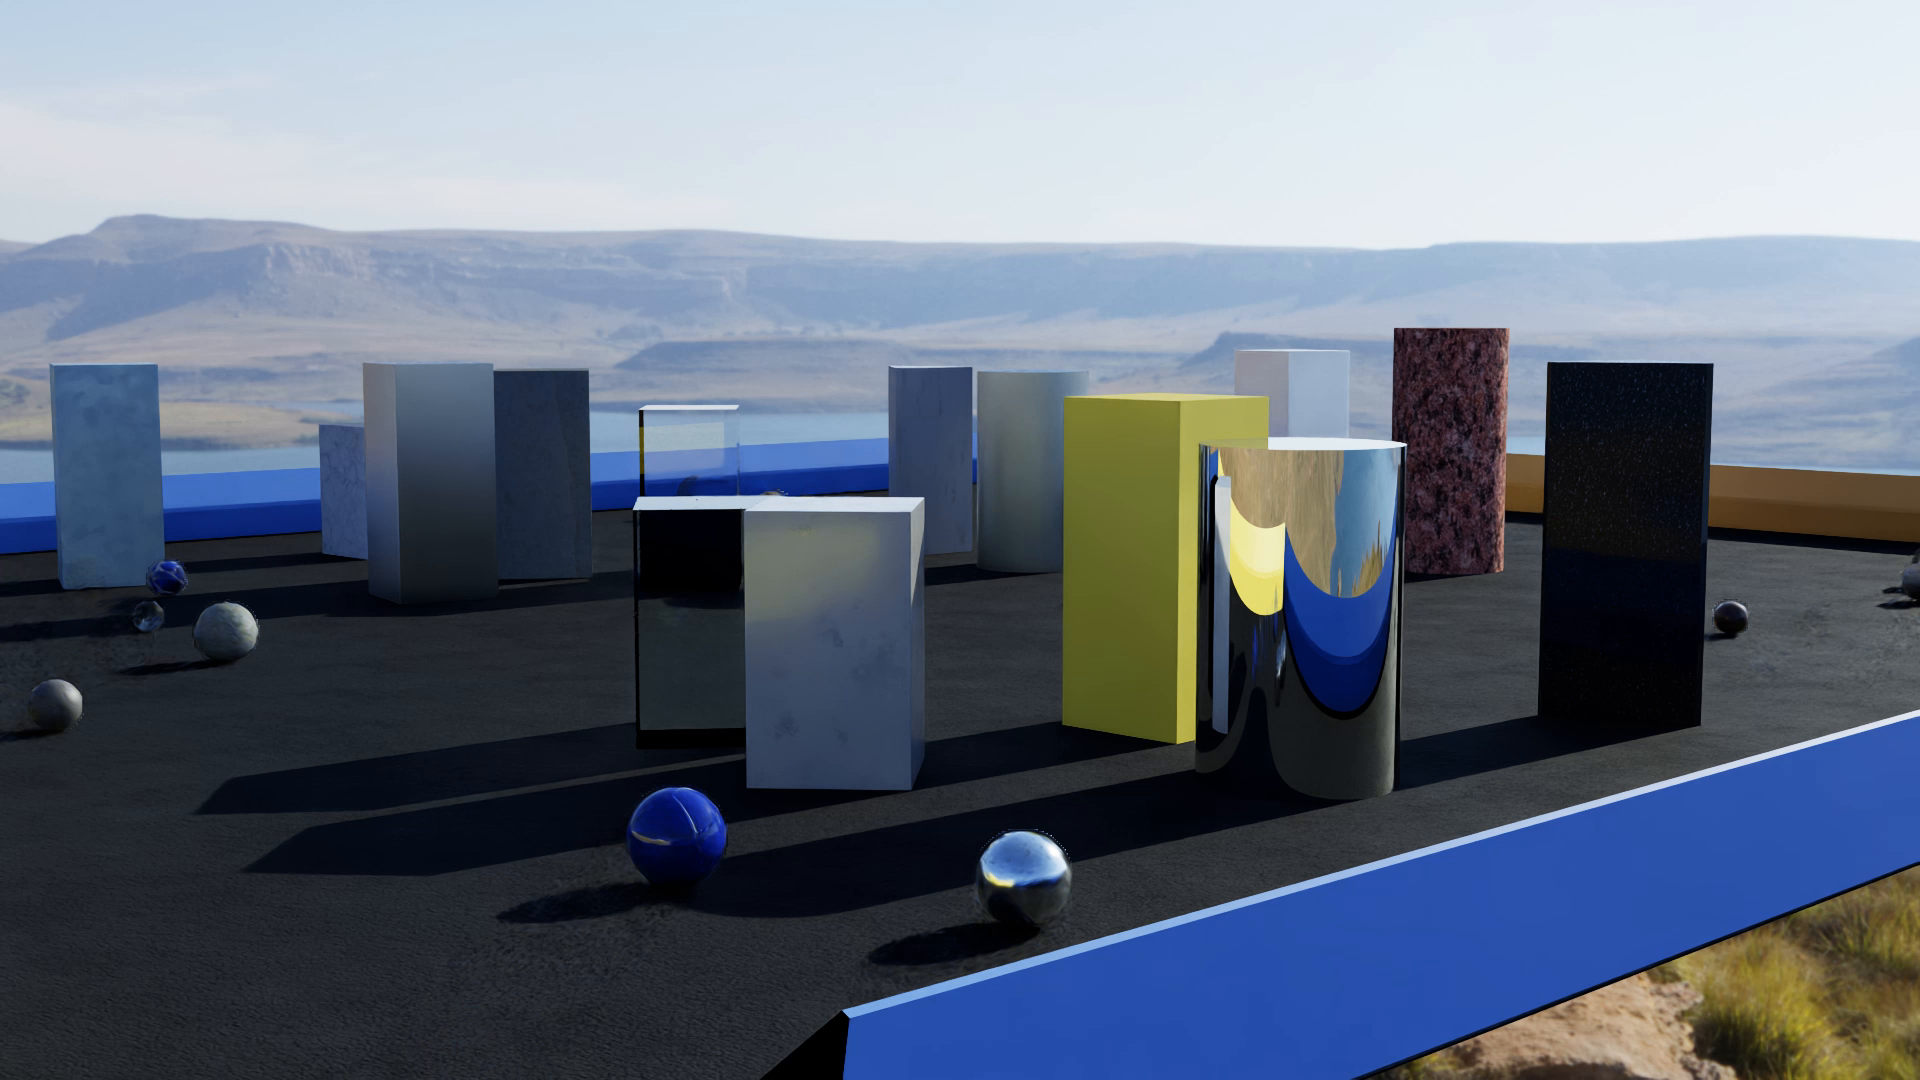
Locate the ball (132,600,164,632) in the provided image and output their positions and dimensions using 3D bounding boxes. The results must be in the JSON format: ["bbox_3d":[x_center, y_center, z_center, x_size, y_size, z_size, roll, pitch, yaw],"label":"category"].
[{"bbox_3d":[-1.123,0.105,3.045,0.042,0.042,0.042,0,6,0],"label":"ball"}]

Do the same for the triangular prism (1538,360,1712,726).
[{"bbox_3d":[0.739,-0.004,2.430,0.167,0.387,0.144,2,6,21],"label":"triangular prism"}]

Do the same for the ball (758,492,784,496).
[{"bbox_3d":[-0.362,-0.045,4.217,0.096,0.096,0.096,0,6,0],"label":"ball"}]

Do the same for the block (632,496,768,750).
[{"bbox_3d":[-0.260,0.082,2.302,0.154,0.244,0.154,-1,6,-6],"label":"block"}]

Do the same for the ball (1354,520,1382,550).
[{"bbox_3d":[0.758,-0.009,4.082,0.054,0.054,0.054,0,6,0],"label":"ball"}]

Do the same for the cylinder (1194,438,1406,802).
[{"bbox_3d":[0.319,0.069,2.069,0.192,0.319,0.192,0,6,0],"label":"cylinder"}]

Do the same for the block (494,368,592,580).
[{"bbox_3d":[-0.700,-0.115,3.700,0.154,0.343,0.154,-1,6,-9],"label":"block"}]

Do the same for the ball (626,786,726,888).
[{"bbox_3d":[-0.219,0.229,1.698,0.077,0.077,0.077,0,6,0],"label":"ball"}]

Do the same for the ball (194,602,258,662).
[{"bbox_3d":[-0.927,0.116,2.779,0.076,0.076,0.076,0,6,0],"label":"ball"}]

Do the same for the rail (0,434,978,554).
[{"bbox_3d":[-1.126,-0.095,4.546,3.871,0.125,0.045,-6,8,-42],"label":"rail"}]

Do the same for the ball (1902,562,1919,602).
[{"bbox_3d":[1.469,0.064,3.353,0.061,0.061,0.061,0,6,0],"label":"ball"}]

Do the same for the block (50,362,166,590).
[{"bbox_3d":[-1.390,-0.109,3.585,0.154,0.356,0.154,-3,7,-25],"label":"block"}]

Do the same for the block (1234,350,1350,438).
[{"bbox_3d":[0.634,-0.180,4.215,0.154,0.365,0.154,-4,7,-34],"label":"block"}]

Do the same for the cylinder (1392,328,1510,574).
[{"bbox_3d":[0.838,-0.157,3.771,0.192,0.412,0.192,0,6,0],"label":"cylinder"}]

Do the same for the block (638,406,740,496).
[{"bbox_3d":[-0.439,-0.074,3.589,0.154,0.285,0.154,0,6,-4],"label":"block"}]

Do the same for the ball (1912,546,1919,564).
[{"bbox_3d":[1.574,0.037,3.538,0.076,0.076,0.076,0,6,0],"label":"ball"}]

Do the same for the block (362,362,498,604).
[{"bbox_3d":[-0.820,-0.093,3.407,0.154,0.361,0.154,-4,7,-33],"label":"block"}]

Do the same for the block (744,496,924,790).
[{"bbox_3d":[-0.117,0.095,2.107,0.154,0.259,0.154,0,6,4],"label":"block"}]

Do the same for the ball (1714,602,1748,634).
[{"bbox_3d":[1.058,0.107,3.017,0.045,0.045,0.045,0,6,0],"label":"ball"}]

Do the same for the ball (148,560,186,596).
[{"bbox_3d":[-1.231,0.060,3.417,0.055,0.055,0.055,0,6,0],"label":"ball"}]

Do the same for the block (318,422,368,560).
[{"bbox_3d":[-1.055,-0.093,4.008,0.154,0.236,0.154,5,8,42],"label":"block"}]

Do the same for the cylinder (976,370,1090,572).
[{"bbox_3d":[0.126,-0.123,3.798,0.192,0.338,0.192,0,6,0],"label":"cylinder"}]

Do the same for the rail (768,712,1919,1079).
[{"bbox_3d":[1.126,0.160,2.118,3.871,0.125,0.045,-6,8,-42],"label":"rail"}]

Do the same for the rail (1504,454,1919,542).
[{"bbox_3d":[1.405,-0.103,4.621,0.045,0.125,3.369,-6,8,-42],"label":"rail"}]

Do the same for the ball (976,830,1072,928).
[{"bbox_3d":[0.046,0.245,1.586,0.070,0.070,0.070,0,6,0],"label":"ball"}]

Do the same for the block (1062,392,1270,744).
[{"bbox_3d":[0.219,0.023,2.347,0.154,0.352,0.154,6,8,43],"label":"block"}]

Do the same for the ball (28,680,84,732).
[{"bbox_3d":[-0.957,0.175,2.326,0.054,0.054,0.054,0,6,0],"label":"ball"}]

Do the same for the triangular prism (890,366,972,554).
[{"bbox_3d":[-0.086,-0.149,4.046,0.167,0.339,0.144,-4,7,-37],"label":"triangular prism"}]
